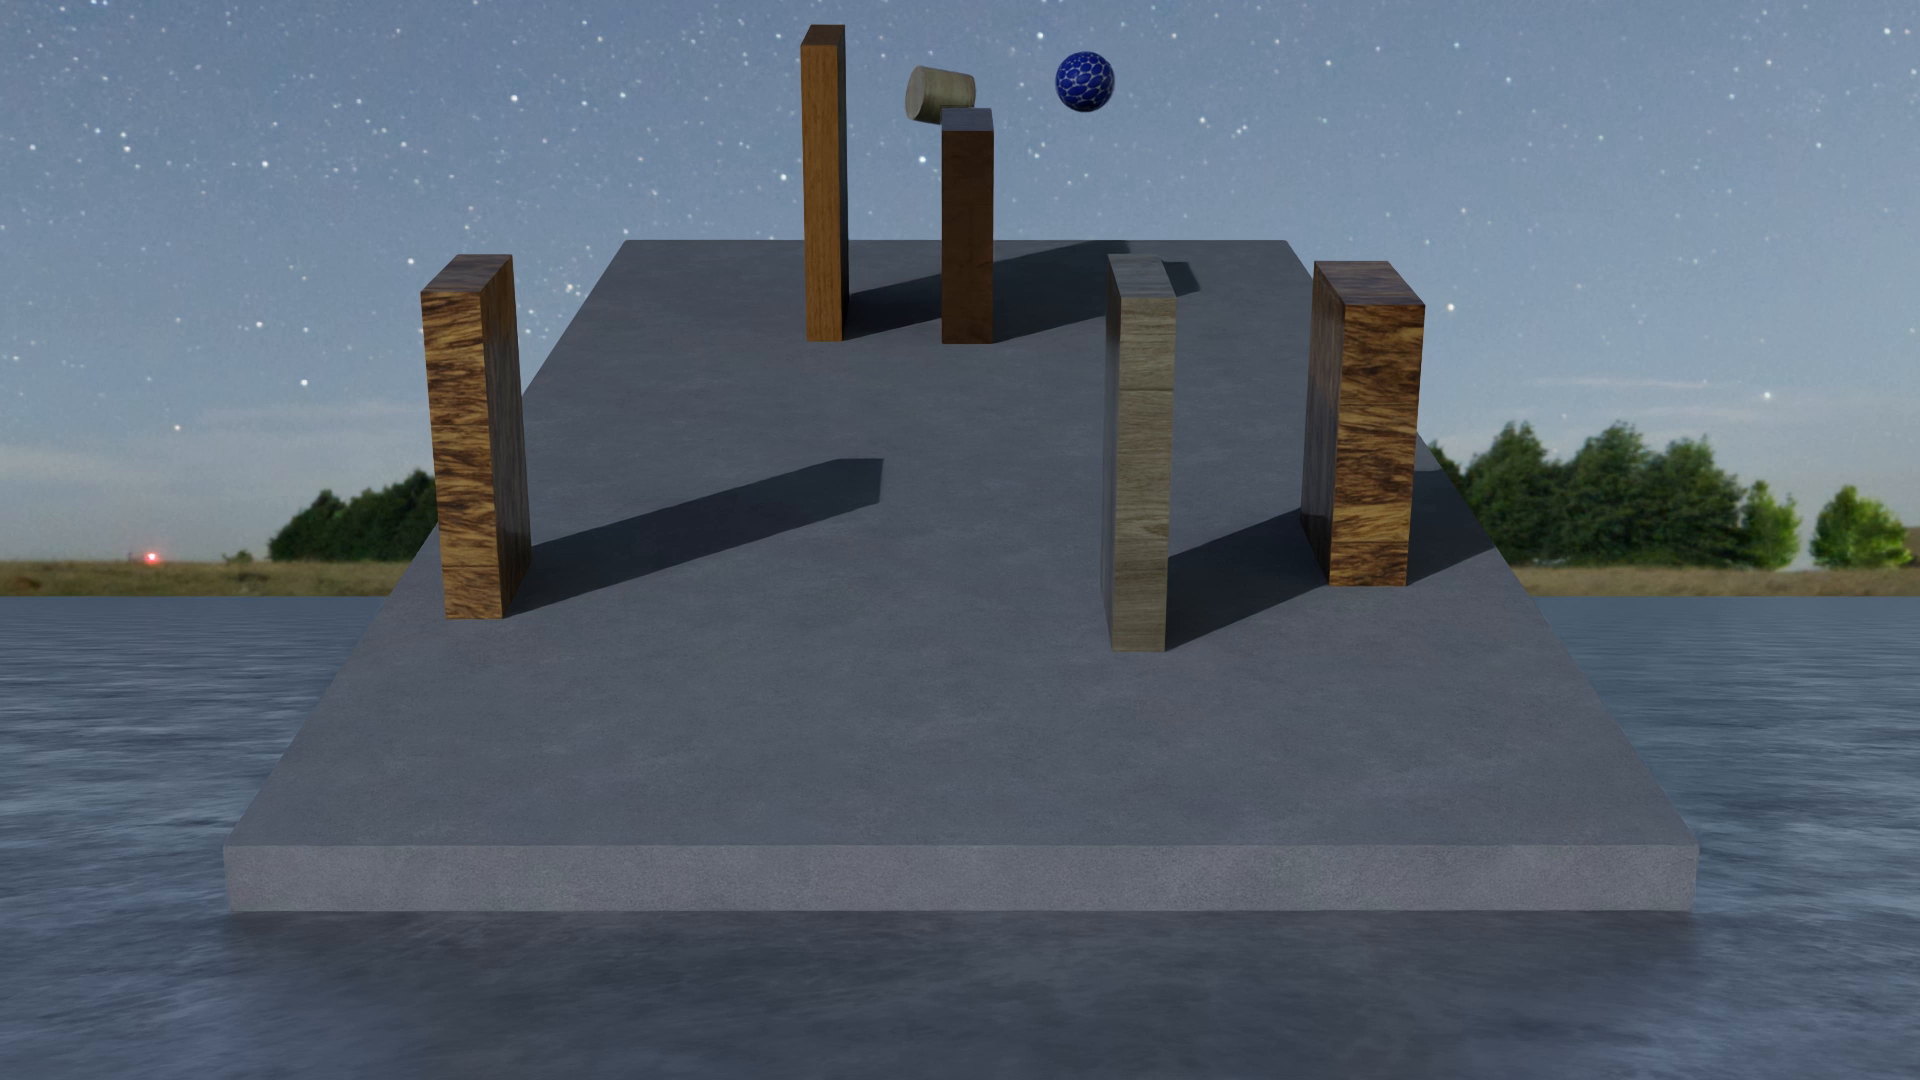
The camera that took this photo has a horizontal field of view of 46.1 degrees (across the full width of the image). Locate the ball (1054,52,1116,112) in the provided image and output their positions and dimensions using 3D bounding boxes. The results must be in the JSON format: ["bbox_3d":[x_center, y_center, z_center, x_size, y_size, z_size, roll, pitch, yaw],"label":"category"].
[{"bbox_3d":[0.363,-1.331,6.557,0.175,0.175,0.175,0,-1,0],"label":"ball"}]

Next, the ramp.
[{"bbox_3d":[-0.004,-0.200,4.959,2.000,0.100,4.000,0,19,0],"label":"ramp"}]

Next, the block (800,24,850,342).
[{"bbox_3d":[-0.340,-0.914,5.740,0.088,0.730,0.436,0,19,0],"label":"block"}]

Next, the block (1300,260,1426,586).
[{"bbox_3d":[0.723,-0.217,4.085,0.136,0.510,0.353,0,19,0],"label":"block"}]

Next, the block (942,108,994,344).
[{"bbox_3d":[0.018,-0.801,5.722,0.127,0.530,0.373,0,19,0],"label":"block"}]

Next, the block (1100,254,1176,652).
[{"bbox_3d":[0.293,-0.150,3.766,0.086,0.595,0.325,0,19,0],"label":"block"}]

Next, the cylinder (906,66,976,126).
[{"bbox_3d":[-0.059,-1.327,6.760,0.162,0.162,0.162,6,-3,-22],"label":"cylinder"}]

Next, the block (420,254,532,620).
[{"bbox_3d":[-0.828,-0.182,3.890,0.096,0.569,0.292,0,19,0],"label":"block"}]
